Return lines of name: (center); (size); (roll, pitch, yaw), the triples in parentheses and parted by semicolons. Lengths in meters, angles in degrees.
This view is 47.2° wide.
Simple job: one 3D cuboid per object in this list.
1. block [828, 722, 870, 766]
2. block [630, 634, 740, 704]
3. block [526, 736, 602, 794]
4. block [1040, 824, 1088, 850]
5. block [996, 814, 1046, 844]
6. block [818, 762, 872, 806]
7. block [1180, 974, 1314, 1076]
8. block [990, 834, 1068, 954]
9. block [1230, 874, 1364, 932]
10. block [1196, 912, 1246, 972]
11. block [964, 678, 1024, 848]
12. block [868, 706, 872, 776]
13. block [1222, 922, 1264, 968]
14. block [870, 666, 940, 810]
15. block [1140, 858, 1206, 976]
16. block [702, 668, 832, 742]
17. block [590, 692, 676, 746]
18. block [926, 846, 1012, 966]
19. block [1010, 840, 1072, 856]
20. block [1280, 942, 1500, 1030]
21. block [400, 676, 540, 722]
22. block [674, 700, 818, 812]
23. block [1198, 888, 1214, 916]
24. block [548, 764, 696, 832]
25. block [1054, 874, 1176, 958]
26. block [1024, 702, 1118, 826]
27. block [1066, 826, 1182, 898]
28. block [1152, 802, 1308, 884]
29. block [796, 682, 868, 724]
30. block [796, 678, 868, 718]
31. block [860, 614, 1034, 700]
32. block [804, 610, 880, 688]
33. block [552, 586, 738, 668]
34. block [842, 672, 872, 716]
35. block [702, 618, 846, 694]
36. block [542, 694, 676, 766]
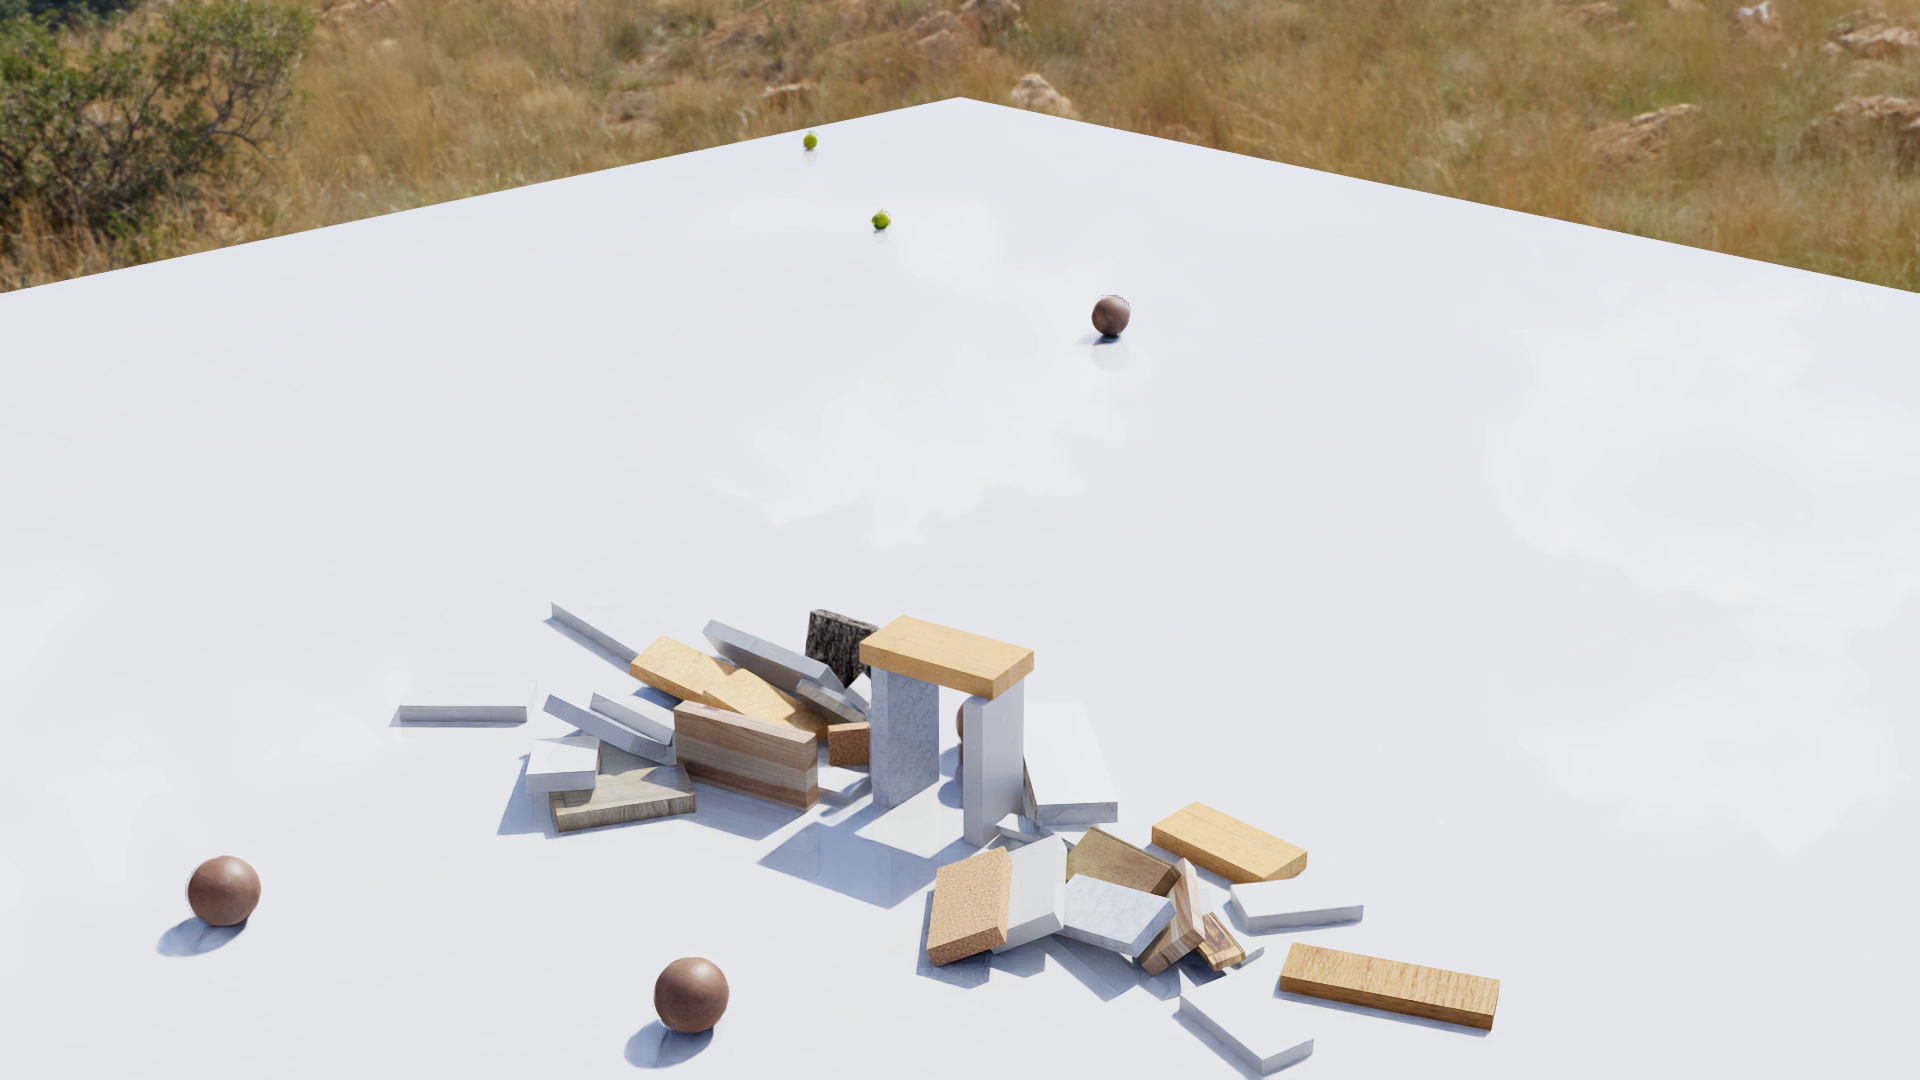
block: (-0.188, 0.427, 4.638); (0.177, 0.089, 0.025); (-5, 27, -10)
block: (-0.590, 0.306, 4.901); (0.260, 0.037, 0.130); (23, 35, 16)
block: (-0.817, 0.461, 4.545); (0.137, 0.039, 0.275); (-3, 10, -7)
block: (0.218, 0.578, 4.289); (0.060, 0.017, 0.121); (-15, 27, -38)
block: (0.137, 0.574, 4.340); (0.121, 0.017, 0.060); (13, 23, 27)
block: (-0.282, 0.499, 4.553); (0.177, 0.025, 0.089); (12, 26, 25)
block: (0.489, 0.828, 3.768); (0.112, 0.032, 0.223); (-14, 27, -30)
block: (0.125, 0.656, 4.093); (0.138, 0.039, 0.276); (-23, 19, 13)
block: (0.630, 0.679, 4.120); (0.223, 0.032, 0.112); (-4, 23, -10)
block: (0.456, 0.722, 3.954); (0.063, 0.018, 0.127); (-19, 31, -14)
block: (0.067, 0.434, 4.340); (0.044, 0.311, 0.156); (14, 27, 30)
block: (-0.150, 0.413, 4.556); (0.025, 0.179, 0.090); (16, 28, 35)
block: (0.486, 0.733, 4.011); (0.063, 0.018, 0.127); (-20, 30, -38)
block: (-0.110, 0.375, 4.478); (0.044, 0.311, 0.156); (19, 29, 37)
block: (0.381, 0.686, 4.012); (0.119, 0.034, 0.239); (-39, 17, 16)
block: (-0.419, 0.373, 4.768); (0.260, 0.037, 0.130); (28, 34, 27)
block: (-0.663, 0.388, 4.734); (0.260, 0.037, 0.130); (19, 5, 38)
block: (0.020, 0.673, 4.058); (0.138, 0.039, 0.276); (-21, 20, 12)
block: (0.164, 0.608, 4.305); (0.121, 0.017, 0.060); (21, 30, 40)
block: (0.756, 0.784, 3.872); (0.368, 0.032, 0.112); (8, 24, 17)
block: (-1.087, 0.353, 4.878); (0.279, 0.040, 0.140); (0, 23, 1)
block: (-0.440, 0.443, 4.513); (0.319, 0.159, 0.045); (12, 26, 26)
block: (0.436, 0.692, 4.046); (0.063, 0.018, 0.127); (-8, 30, 3)
block: (-0.688, 0.523, 4.476); (0.279, 0.040, 0.140); (-7, 24, -16)
block: (0.265, 0.681, 3.998); (0.238, 0.034, 0.119); (7, 41, 48)
block: (0.209, 0.456, 4.561); (0.159, 0.045, 0.536); (-2, 17, -4)
block: (0.294, 0.626, 4.125); (0.119, 0.034, 0.238); (-48, 34, -17)
block: (0.524, 0.600, 4.297); (0.276, 0.039, 0.138); (21, 31, 40)
block: (-0.264, 0.374, 4.732); (0.179, 0.090, 0.025); (26, 68, 29)
block: (-0.269, 0.362, 4.796); (0.179, 0.090, 0.025); (19, 64, 37)
block: (-0.027, 0.231, 4.363); (0.311, 0.044, 0.156); (14, 27, 29)
block: (-0.206, 0.272, 4.907); (0.319, 0.159, 0.045); (15, 14, 32)
block: (-0.746, 0.234, 5.159); (0.140, 0.040, 0.576); (-19, 29, -37)
block: (-0.165, 0.366, 4.723); (0.177, 0.025, 0.089); (42, 23, 2)
block: (-0.411, 0.280, 4.927); (0.367, 0.137, 0.039); (19, 64, 37)
block: (-0.744, 0.402, 4.667); (0.275, 0.039, 0.137); (19, -6, 37)
